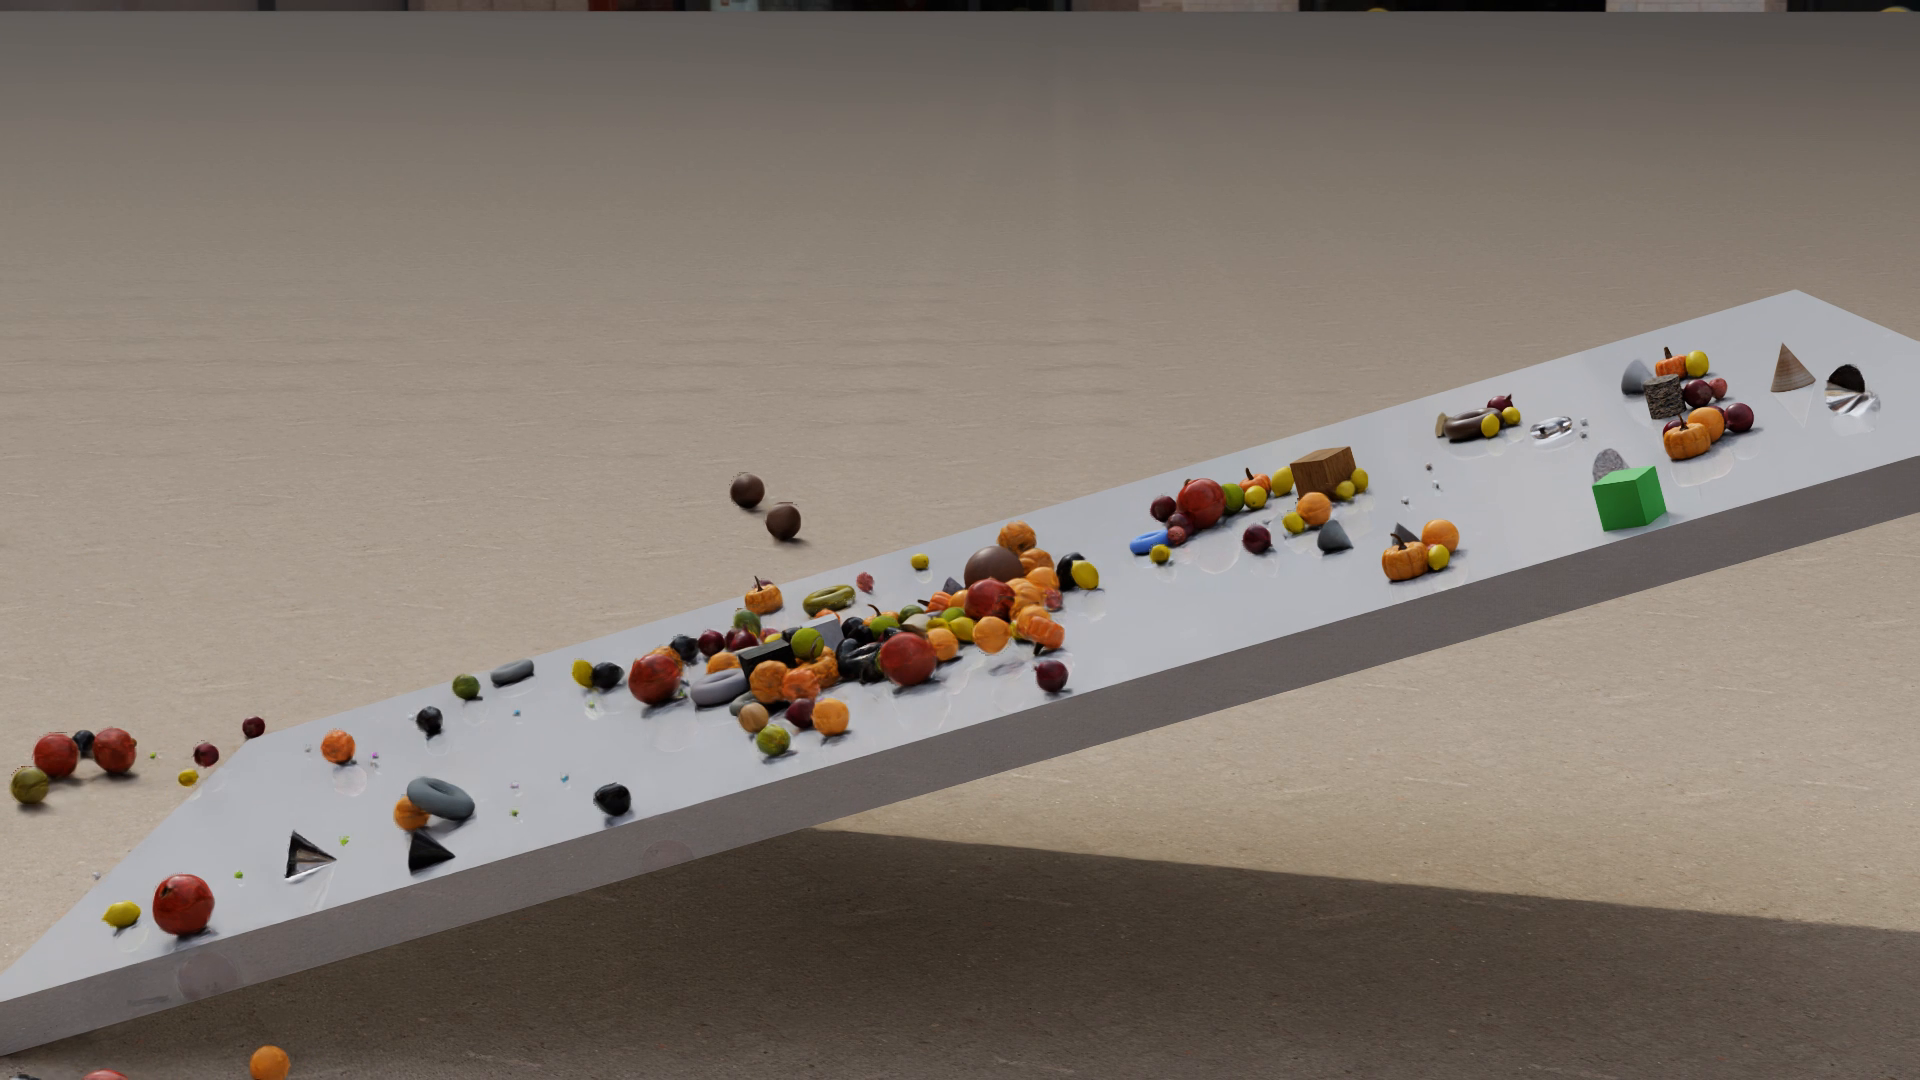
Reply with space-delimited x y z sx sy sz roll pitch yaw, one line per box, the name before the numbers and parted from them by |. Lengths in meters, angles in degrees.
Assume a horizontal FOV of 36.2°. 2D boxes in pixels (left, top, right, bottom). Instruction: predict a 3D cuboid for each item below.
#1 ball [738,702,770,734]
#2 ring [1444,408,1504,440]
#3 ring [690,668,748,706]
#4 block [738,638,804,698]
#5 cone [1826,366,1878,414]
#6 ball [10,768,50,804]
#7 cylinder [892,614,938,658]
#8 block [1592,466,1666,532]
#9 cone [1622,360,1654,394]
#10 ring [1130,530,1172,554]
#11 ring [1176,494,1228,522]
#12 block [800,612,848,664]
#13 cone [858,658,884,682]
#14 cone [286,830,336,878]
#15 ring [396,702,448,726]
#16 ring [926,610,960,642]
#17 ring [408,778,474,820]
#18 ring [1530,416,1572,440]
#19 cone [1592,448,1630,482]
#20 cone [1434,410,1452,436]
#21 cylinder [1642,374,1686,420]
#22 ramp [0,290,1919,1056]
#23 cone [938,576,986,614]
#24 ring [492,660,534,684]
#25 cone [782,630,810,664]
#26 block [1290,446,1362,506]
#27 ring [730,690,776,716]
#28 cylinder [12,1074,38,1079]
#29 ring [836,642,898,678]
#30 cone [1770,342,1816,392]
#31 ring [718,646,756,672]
ball | -0.406 0.350 5.791 0.060 0.060 0.060 0 11 0
ring | 1.146 -0.259 6.560 0.137 0.046 0.137 -15 10 3
ring | -0.502 0.310 6.213 0.141 0.047 0.141 -15 11 3
block | -0.392 0.271 6.094 0.097 0.097 0.097 -19 10 -13
cone | 1.747 -0.285 5.700 0.095 0.095 0.095 8 5 -32
ball | -2.282 0.604 7.217 0.091 0.091 0.091 0 11 0
cylinder | -0.093 0.198 6.058 0.074 0.074 0.074 4 16 18
block | 1.212 -0.076 5.326 0.087 0.087 0.087 -9 13 40
cone | 1.507 -0.344 6.444 0.082 0.082 0.082 26 24 35
ring | 0.415 0.004 6.388 0.097 0.032 0.097 -17 9 3
ring | 0.540 -0.071 6.567 0.121 0.040 0.121 -16 11 3
block | -0.292 0.210 6.317 0.077 0.077 0.077 -18 10 -7
cone | -0.171 0.270 5.942 0.053 0.053 0.053 21 5 -16
cone | -1.273 0.625 5.793 0.097 0.097 0.097 8 9 -11
ring | -1.286 0.417 7.044 0.128 0.043 0.128 -7 9 1
ring | -0.065 0.186 6.161 0.141 0.047 0.141 -16 11 3
ring | -1.030 0.513 5.833 0.139 0.046 0.139 22 6 -3
ring | 1.267 -0.241 6.301 0.093 0.031 0.093 -17 8 3
cone | 1.279 -0.134 5.684 0.078 0.078 0.078 8 5 -33
cone | 1.113 -0.255 6.648 0.060 0.060 0.060 15 7 -15
cylinder | 1.473 -0.299 6.147 0.075 0.075 0.075 -17 10 3
ramp | 0.093 0.186 6.317 4.000 0.100 2.000 -16 10 5
cone | 0.012 0.134 6.328 0.092 0.092 0.092 15 14 11
ring | -1.091 0.321 7.168 0.109 0.036 0.109 -18 9 3
cone | -0.371 0.229 6.350 0.076 0.076 0.076 -17 10 3
block | 0.790 -0.138 6.353 0.096 0.096 0.096 -25 13 -39
ring | -0.423 0.332 5.998 0.097 0.032 0.097 -17 14 4
cylinder | -1.633 0.995 5.190 0.085 0.085 0.085 8 14 33
ring | -0.191 0.248 6.038 0.131 0.044 0.131 -18 11 3
cone | 1.703 -0.363 6.051 0.094 0.094 0.094 -17 10 3
ring | -0.473 0.266 6.423 0.122 0.041 0.122 -18 9 3
